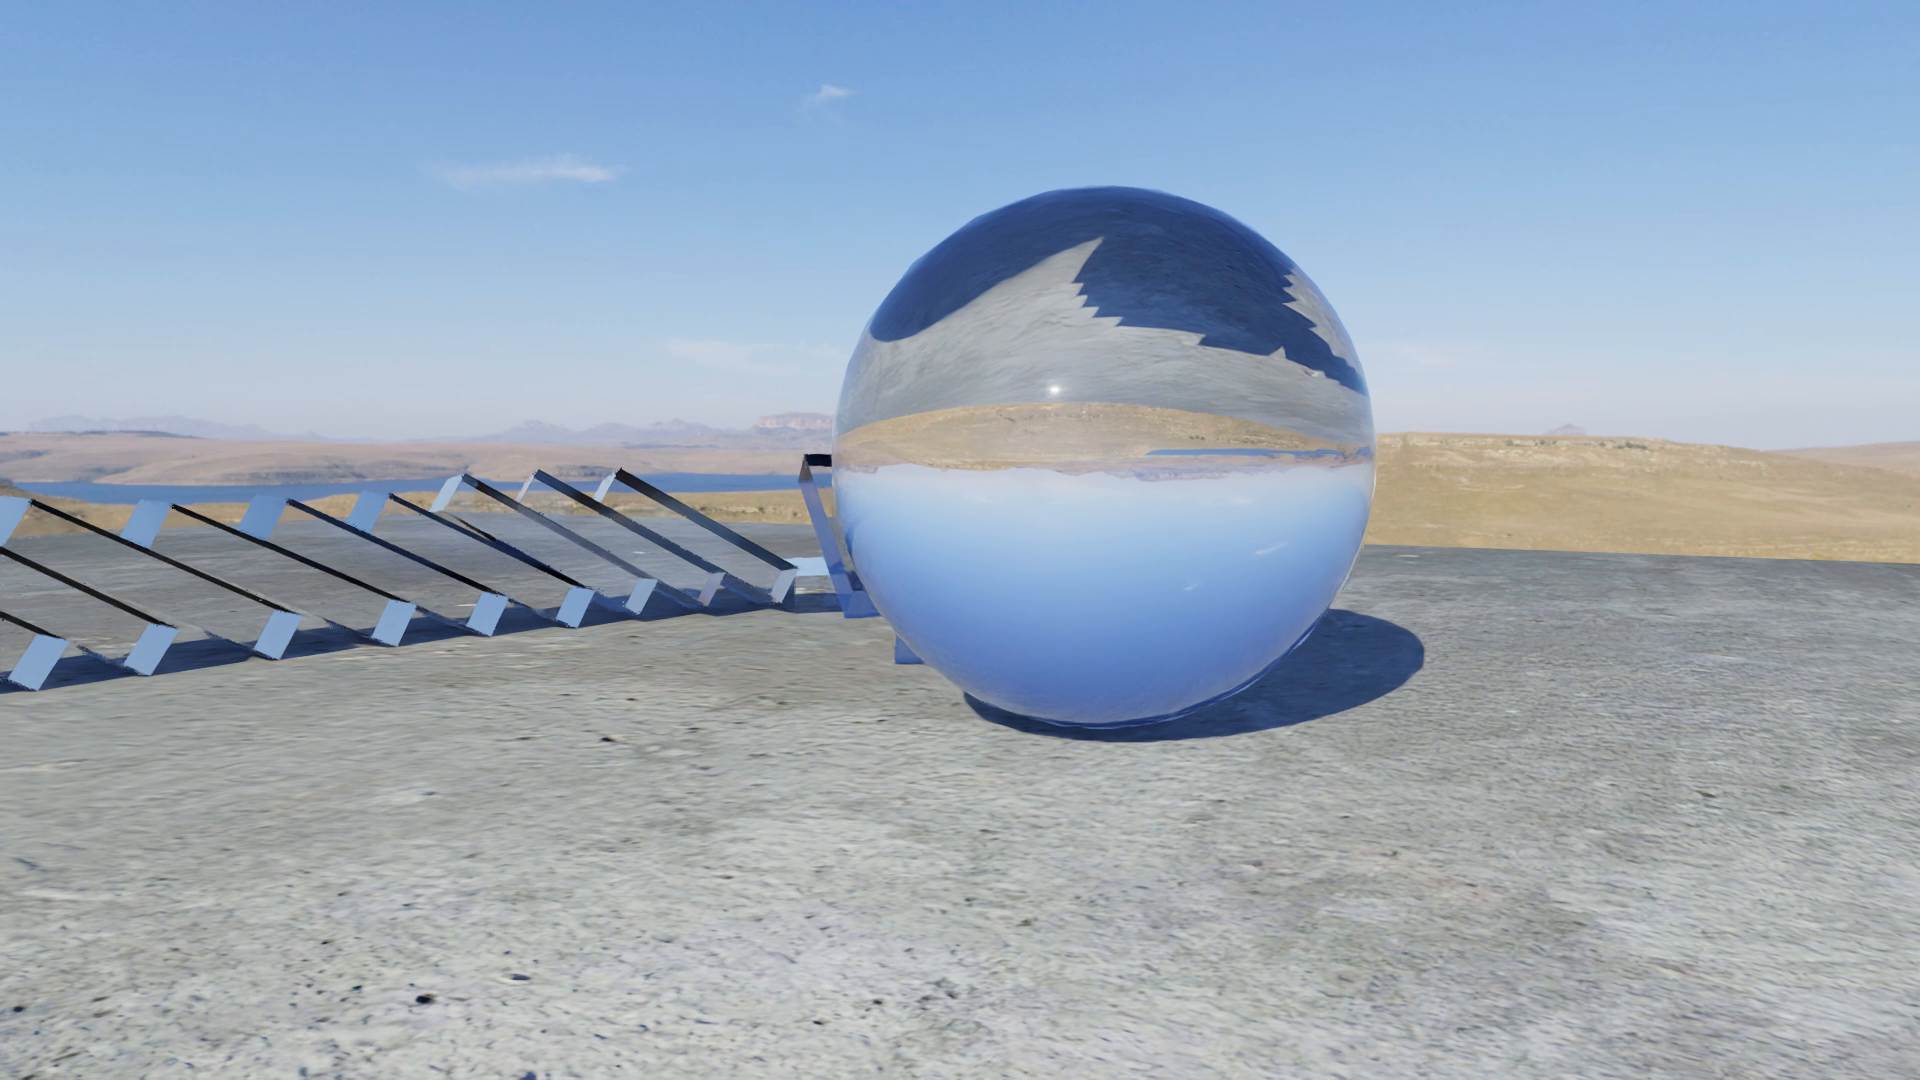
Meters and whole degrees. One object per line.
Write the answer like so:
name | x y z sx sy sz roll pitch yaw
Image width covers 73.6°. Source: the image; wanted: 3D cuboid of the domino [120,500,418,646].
domino | -0.141 0.007 0.263 0.025 0.009 0.050 4 -21 45

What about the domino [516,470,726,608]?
domino | -0.085 0.001 0.316 0.050 0.009 0.025 31 -15 -20

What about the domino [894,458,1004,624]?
domino | -0.004 -0.001 0.319 0.025 0.009 0.050 0 43 -4

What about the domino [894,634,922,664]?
domino | -0.001 0.002 0.263 0.025 0.009 0.050 0 48 -4

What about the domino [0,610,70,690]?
domino | -0.180 0.009 0.213 0.025 0.009 0.050 3 -28 36

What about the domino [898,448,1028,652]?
domino | 0.000 0.001 0.276 0.025 0.009 0.050 0 48 -4

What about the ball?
ball | 0.021 -0.012 0.193 0.080 0.080 0.080 0 4 0

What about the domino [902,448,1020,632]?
domino | -0.001 -0.001 0.304 0.025 0.009 0.050 0 48 -4

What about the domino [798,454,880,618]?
domino | -0.023 -0.002 0.331 0.025 0.010 0.050 -2 45 -24

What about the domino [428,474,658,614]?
domino | -0.099 0.002 0.306 0.050 0.009 0.025 33 -16 -26

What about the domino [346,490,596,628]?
domino | -0.112 0.005 0.294 0.050 0.009 0.025 32 -15 -34

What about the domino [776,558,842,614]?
domino | -0.038 0.012 0.349 0.025 0.010 0.050 -2 5 -20

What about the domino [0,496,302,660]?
domino | -0.157 0.008 0.246 0.025 0.010 0.050 4 -24 43

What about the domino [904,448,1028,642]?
domino | 0.000 0.000 0.290 0.025 0.009 0.050 0 48 -4

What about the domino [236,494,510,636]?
domino | -0.127 0.006 0.278 0.025 0.009 0.050 5 -22 48

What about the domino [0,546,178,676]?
domino | -0.170 0.008 0.228 0.025 0.009 0.050 4 -27 40

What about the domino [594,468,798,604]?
domino | -0.068 0.000 0.323 0.050 0.010 0.025 31 -15 -19
